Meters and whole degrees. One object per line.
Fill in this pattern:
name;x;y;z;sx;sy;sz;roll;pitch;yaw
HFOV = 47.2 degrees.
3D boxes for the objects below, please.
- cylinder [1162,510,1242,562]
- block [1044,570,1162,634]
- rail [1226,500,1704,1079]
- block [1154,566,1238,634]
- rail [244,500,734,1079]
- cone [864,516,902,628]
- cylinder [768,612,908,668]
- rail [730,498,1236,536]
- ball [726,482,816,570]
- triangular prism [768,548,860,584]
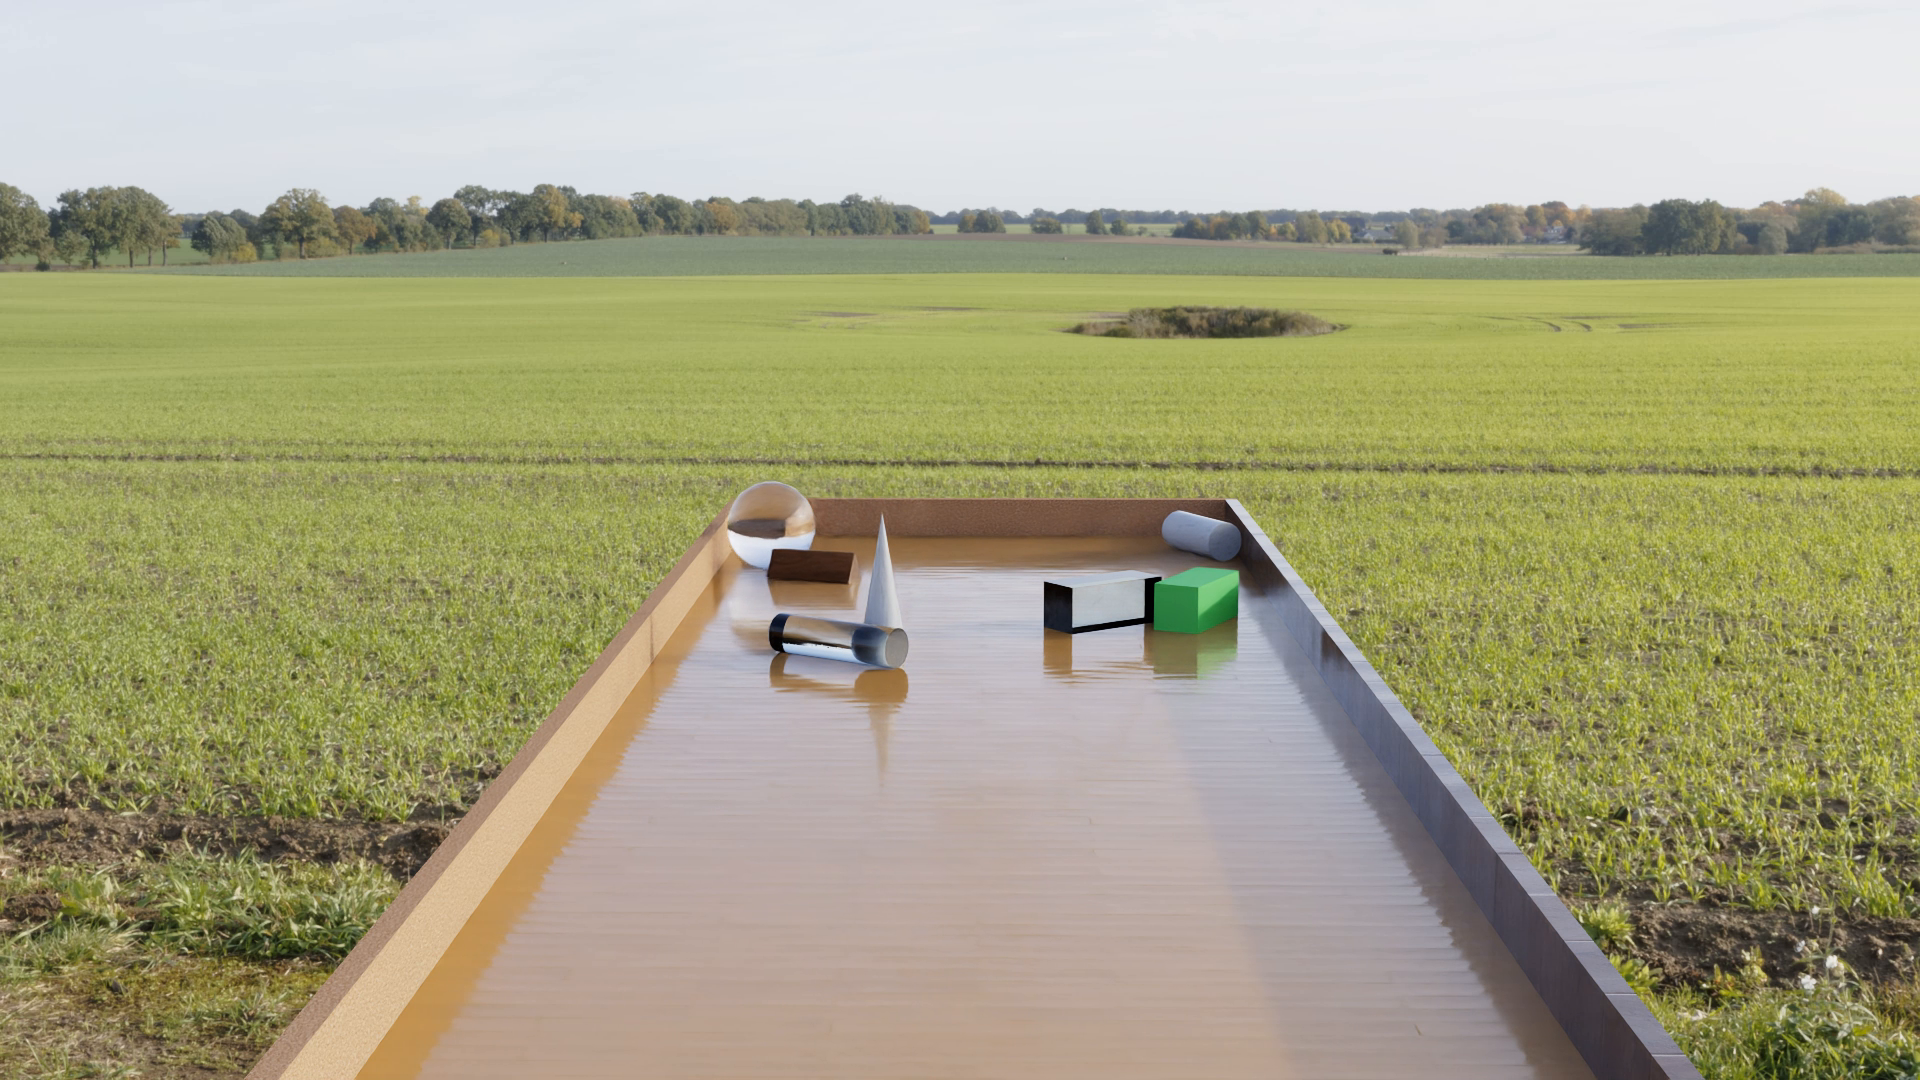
cylinder;0.948;-0.018;8.643;0.150;0.150;0.355;-4;10;-24
block;0.471;0.202;7.245;0.375;0.152;0.152;-6;11;-35
rail;1.046;0.843;3.208;0.050;0.150;12.000;0;9;1
block;0.784;0.197;7.274;0.153;0.153;0.361;5;10;28
rail;-1.004;0.839;3.234;0.050;0.150;12.000;0;9;1
cone;-0.238;0.133;6.765;0.150;0.440;0.150;0;9;0
cylinder;-0.372;0.305;6.694;0.440;0.123;0.123;6;11;33
rail;0.099;-0.098;9.147;2.100;0.150;0.050;0;9;1
ball;-0.711;-0.054;8.282;0.334;0.334;0.334;0;9;0
triangular prism;-0.538;0.090;8.090;0.324;0.104;0.120;3;9;19
